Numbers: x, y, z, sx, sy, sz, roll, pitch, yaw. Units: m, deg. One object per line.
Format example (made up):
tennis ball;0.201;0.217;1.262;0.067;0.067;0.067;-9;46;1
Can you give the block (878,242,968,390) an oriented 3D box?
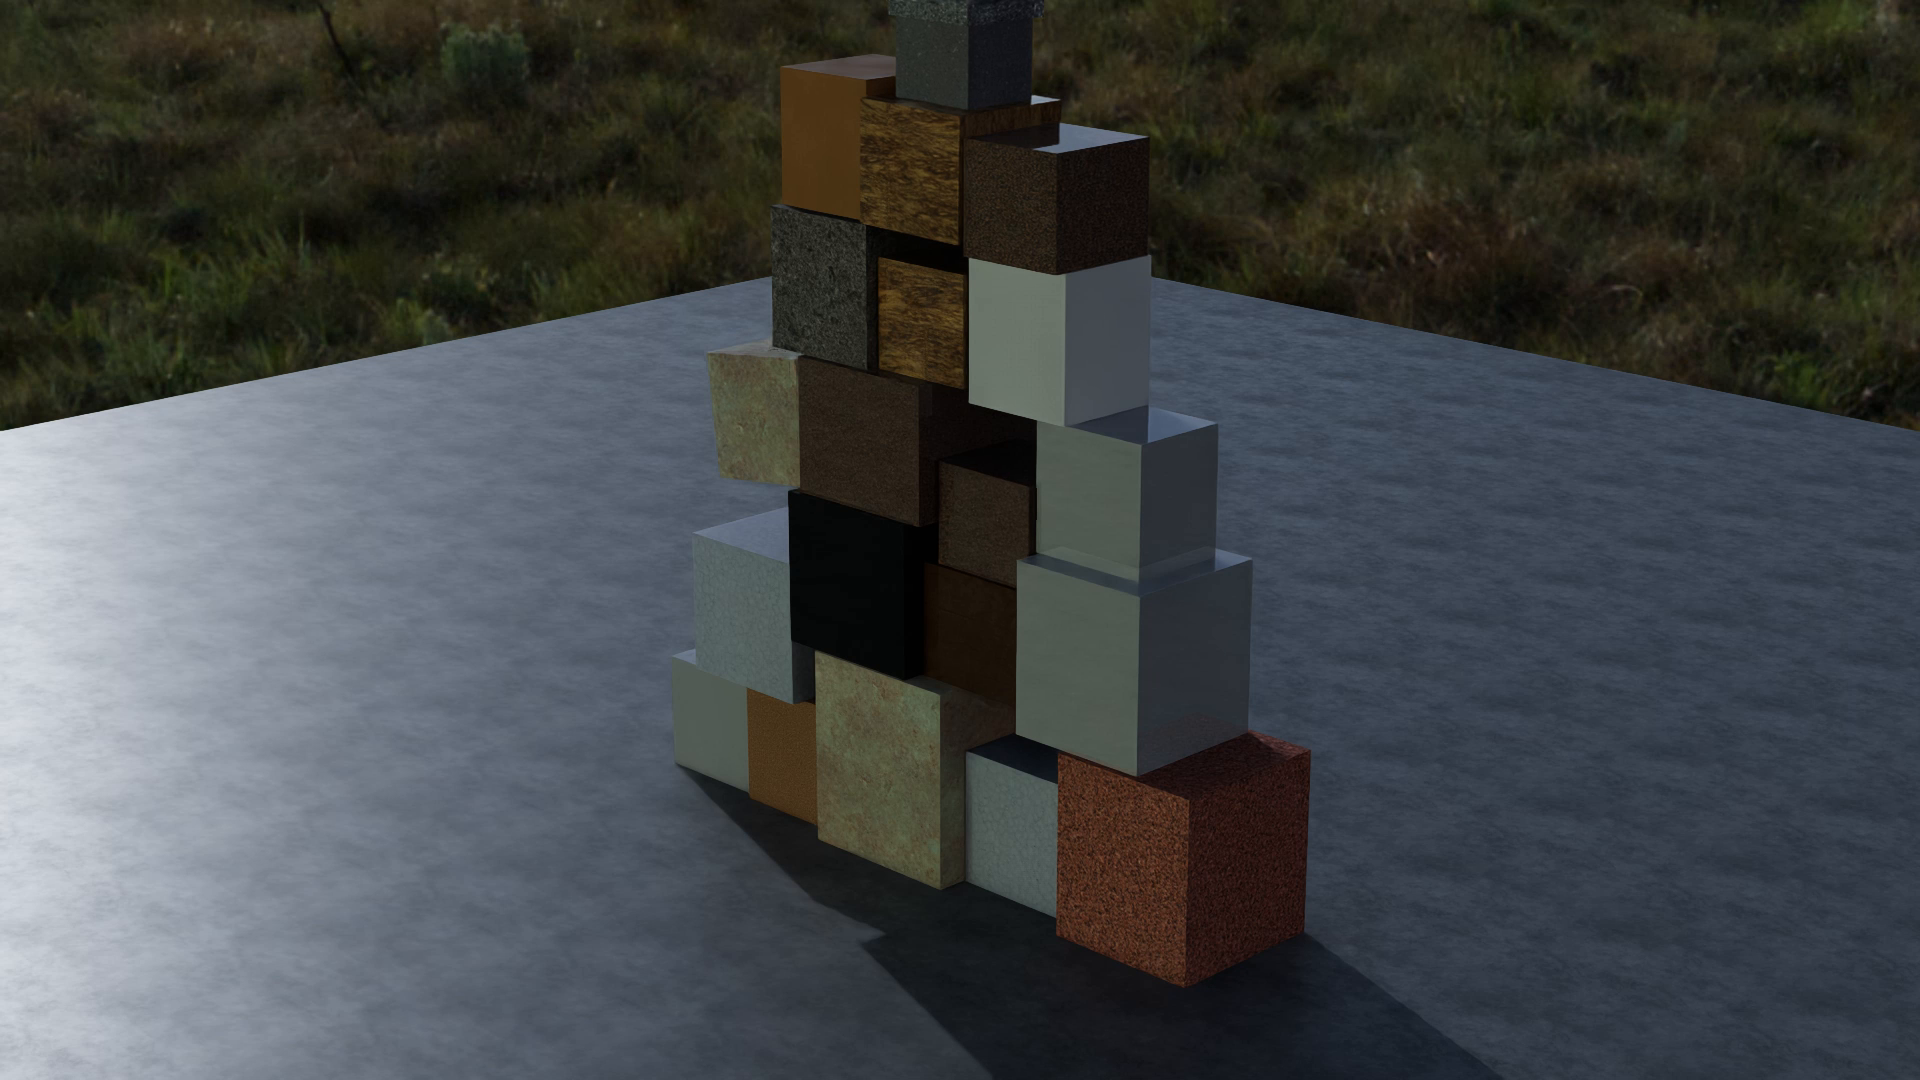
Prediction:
block;0.013;-1.007;12.992;0.531;0.506;0.534;-17;24;-42

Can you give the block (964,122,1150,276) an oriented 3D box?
block;0.407;-1.454;12.432;0.542;0.509;0.570;17;24;42

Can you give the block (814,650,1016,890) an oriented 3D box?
block;-0.064;0.955;13.731;0.893;0.943;0.823;-17;24;-42

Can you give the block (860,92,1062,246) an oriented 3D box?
block;0.000;-1.651;12.803;0.623;0.552;0.609;-17;25;-42

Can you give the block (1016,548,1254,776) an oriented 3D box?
block;0.751;0.464;12.688;0.703;0.797;0.730;17;24;42

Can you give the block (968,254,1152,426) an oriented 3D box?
block;0.428;-0.905;12.630;0.568;0.657;0.535;17;24;42

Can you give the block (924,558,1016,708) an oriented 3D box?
block;0.279;0.357;13.165;0.617;0.539;0.638;-17;24;-42

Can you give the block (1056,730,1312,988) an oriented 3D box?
block;0.966;1.317;12.729;0.800;0.855;0.741;-17;24;-42

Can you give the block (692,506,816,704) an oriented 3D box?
block;-0.755;0.286;14.224;0.798;0.694;0.707;-17;24;-42

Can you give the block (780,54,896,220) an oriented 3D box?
block;-0.404;-1.822;13.214;0.573;0.623;0.561;-17;24;-42

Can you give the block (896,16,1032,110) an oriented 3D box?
block;0.016;-2.089;12.683;0.390;0.355;0.444;-17;25;-42

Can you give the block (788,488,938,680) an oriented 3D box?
block;-0.235;0.118;13.610;0.807;0.728;0.766;-17;24;-42

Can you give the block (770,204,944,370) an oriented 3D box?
block;-0.399;-1.204;13.377;0.668;0.653;0.630;-17;24;-42

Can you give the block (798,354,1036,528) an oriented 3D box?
block;-0.190;-0.524;13.370;0.757;0.640;0.782;-17;24;-42

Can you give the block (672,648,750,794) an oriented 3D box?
block;-1.029;0.855;14.671;0.550;0.571;0.606;-17;24;-42

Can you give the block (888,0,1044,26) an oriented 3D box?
block;0.028;-2.470;12.565;0.467;0.442;0.480;-17;25;-42

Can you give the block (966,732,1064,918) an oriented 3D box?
block;0.475;1.262;13.265;0.593;0.639;0.680;-17;24;-42

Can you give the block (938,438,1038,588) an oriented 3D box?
block;0.289;-0.118;12.987;0.533;0.474;0.551;-17;24;-42

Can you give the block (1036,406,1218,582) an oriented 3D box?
block;0.712;-0.222;12.545;0.596;0.597;0.493;17;24;42

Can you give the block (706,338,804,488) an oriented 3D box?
block;-0.715;-0.631;13.890;0.660;0.603;0.627;-17;17;-42

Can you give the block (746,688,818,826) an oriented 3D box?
block;-0.586;0.962;14.258;0.653;0.616;0.602;-17;24;-42
